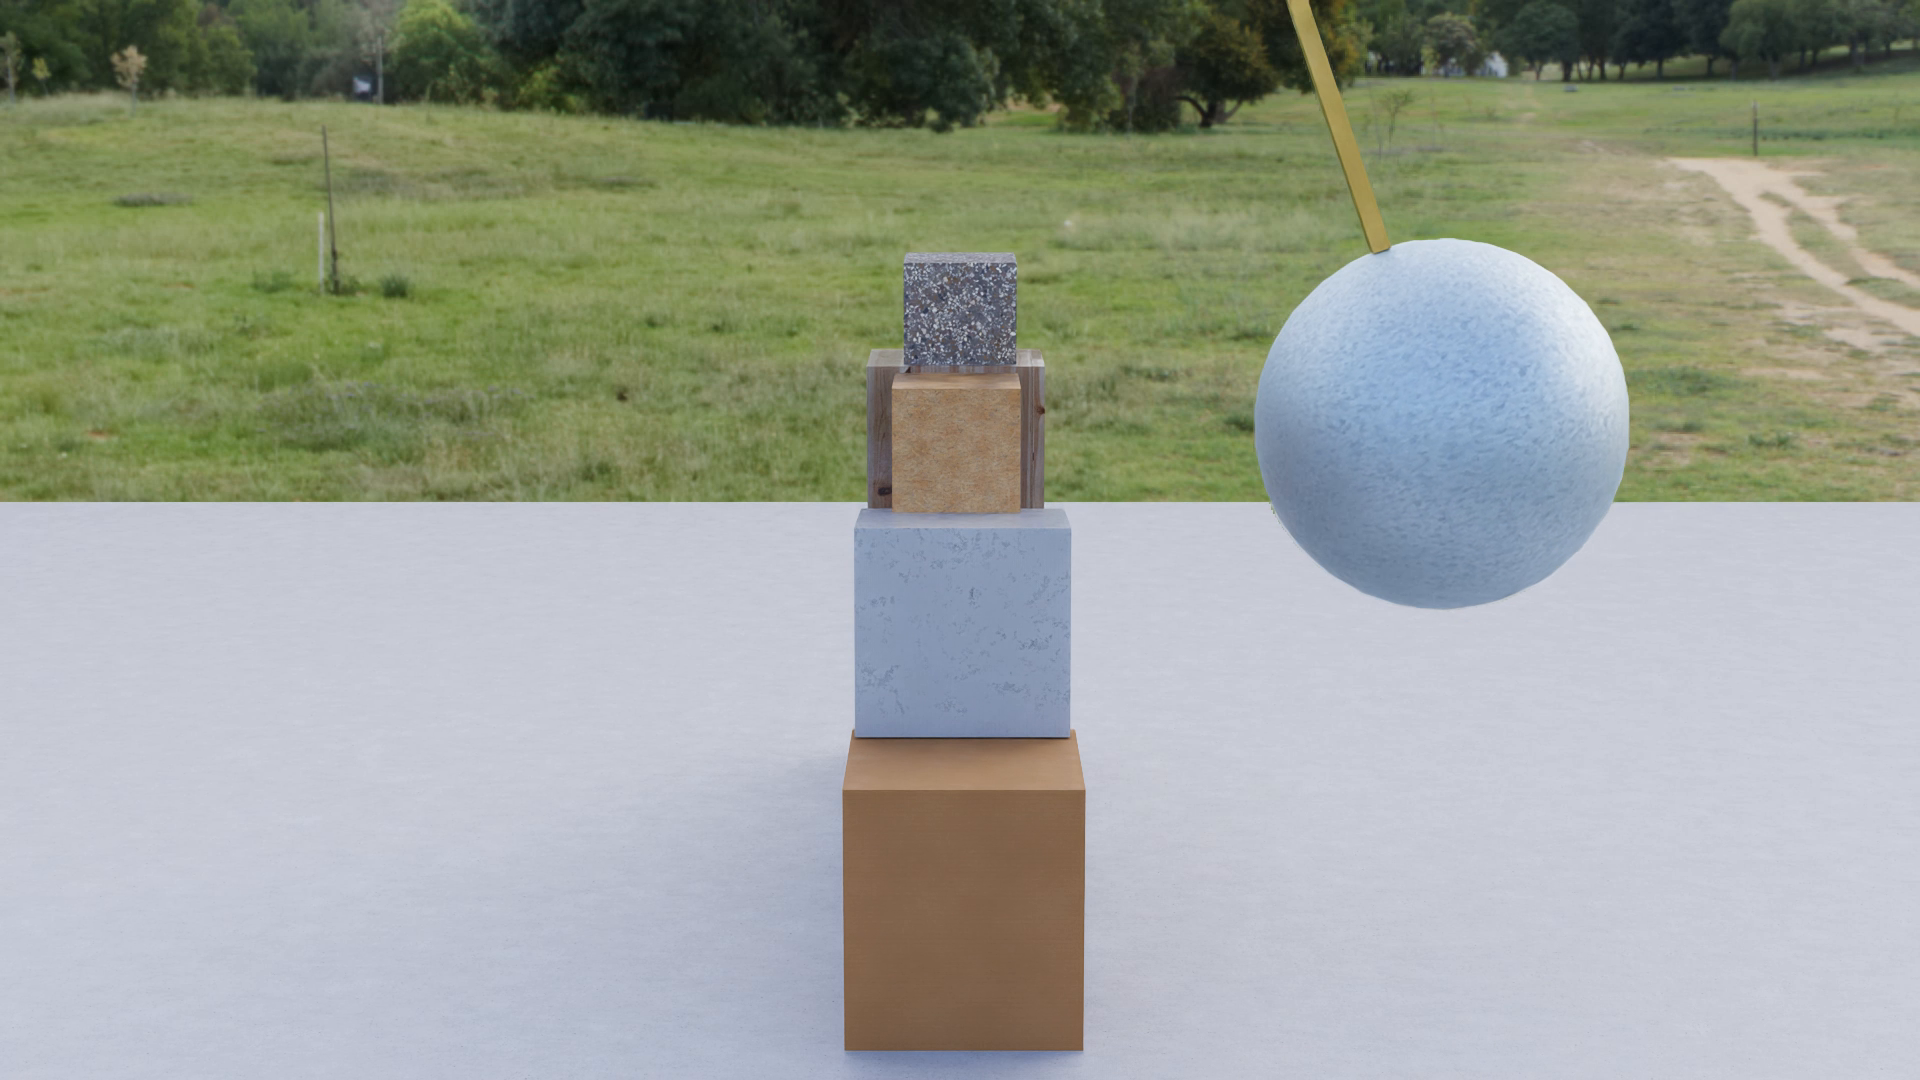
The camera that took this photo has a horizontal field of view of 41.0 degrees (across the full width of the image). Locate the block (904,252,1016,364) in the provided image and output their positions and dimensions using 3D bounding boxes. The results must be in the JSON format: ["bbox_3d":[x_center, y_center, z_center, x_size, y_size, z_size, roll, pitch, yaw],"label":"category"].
[{"bbox_3d":[0.000,-0.997,10.990,0.472,0.426,0.537,0,11,0],"label":"block"}]

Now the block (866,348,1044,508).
[{"bbox_3d":[-0.018,-0.428,11.079,0.744,0.724,0.633,0,11,0],"label":"block"}]

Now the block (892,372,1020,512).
[{"bbox_3d":[-0.015,-0.403,10.504,0.514,0.502,0.505,0,11,0],"label":"block"}]

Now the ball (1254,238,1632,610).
[{"bbox_3d":[2.074,-0.499,11.090,1.600,1.600,1.600,0,10,0],"label":"ball"}]

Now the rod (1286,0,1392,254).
[{"bbox_3d":[0.899,-3.638,10.519,0.080,5.200,0.080,-20,10,4],"label":"rod"}]

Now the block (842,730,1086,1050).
[{"bbox_3d":[0.014,1.299,9.676,0.870,0.983,0.863,0,10,0],"label":"block"}]

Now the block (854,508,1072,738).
[{"bbox_3d":[0.010,0.314,10.165,0.828,0.807,0.721,0,7,0],"label":"block"}]
